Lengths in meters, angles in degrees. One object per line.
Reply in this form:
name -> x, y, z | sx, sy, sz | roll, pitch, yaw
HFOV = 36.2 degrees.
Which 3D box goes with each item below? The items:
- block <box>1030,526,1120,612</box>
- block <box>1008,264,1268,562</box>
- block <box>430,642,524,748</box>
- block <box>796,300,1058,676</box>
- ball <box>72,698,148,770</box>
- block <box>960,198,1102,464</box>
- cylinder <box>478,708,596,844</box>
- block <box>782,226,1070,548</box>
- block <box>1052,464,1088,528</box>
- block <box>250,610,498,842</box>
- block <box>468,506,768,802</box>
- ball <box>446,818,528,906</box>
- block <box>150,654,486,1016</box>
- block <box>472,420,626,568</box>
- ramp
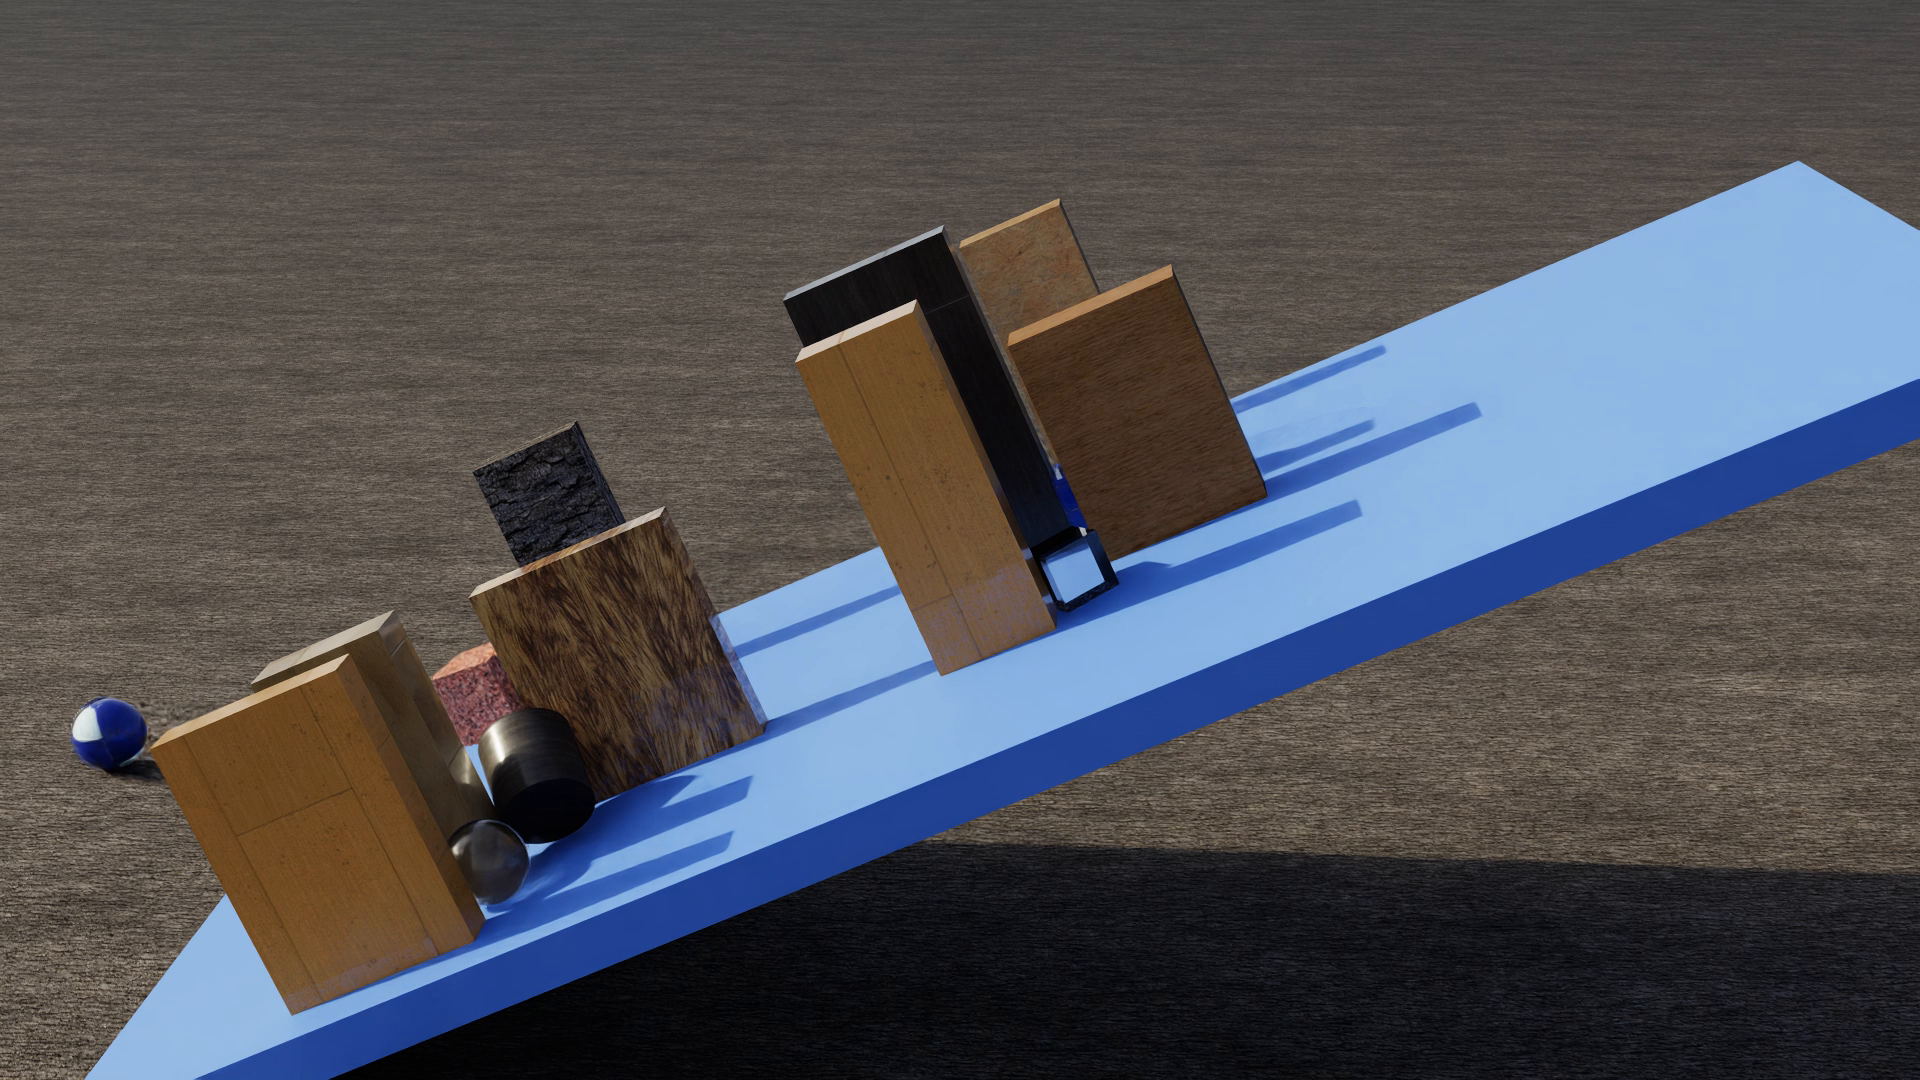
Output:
block -> 0.226, 0.059, 6.044 | 0.126, 0.126, 0.126 | -29, 13, -17
block -> 0.375, -0.264, 6.200 | 0.372, 0.510, 0.142 | -23, 13, 8
block -> -1.152, 0.369, 7.206 | 0.186, 0.186, 0.186 | -19, 14, 24
block -> -0.063, -0.103, 5.912 | 0.254, 0.705, 0.136 | -23, 13, 8
ball -> -2.287, 0.523, 7.915 | 0.193, 0.193, 0.193 | 0, 15, 0
block -> 0.244, -0.480, 7.068 | 0.258, 0.619, 0.105 | -23, 13, 8
cylinder -> -0.866, 0.482, 6.011 | 0.197, 0.197, 0.197 | -6, 46, -22
block -> -0.058, -0.271, 6.485 | 0.378, 0.749, 0.095 | -23, 13, 8
block -> 0.306, -0.107, 6.510 | 0.152, 0.152, 0.152 | -22, 13, 10
block -> -1.145, 0.468, 5.893 | 0.283, 0.579, 0.142 | -23, 13, 8
block -> -0.708, 0.250, 6.130 | 0.438, 0.508, 0.088 | -23, 13, 8
ball -> -0.931, 0.632, 5.766 | 0.170, 0.170, 0.170 | 0, 15, 0
block -> -1.223, 0.565, 5.621 | 0.397, 0.588, 0.107 | -23, 13, 8
block -> -0.879, 0.066, 6.888 | 0.253, 0.641, 0.094 | -23, 13, 8
ramp -> 0.131, 0.170, 6.285 | 4.000, 0.100, 2.000 | -23, 13, 8
